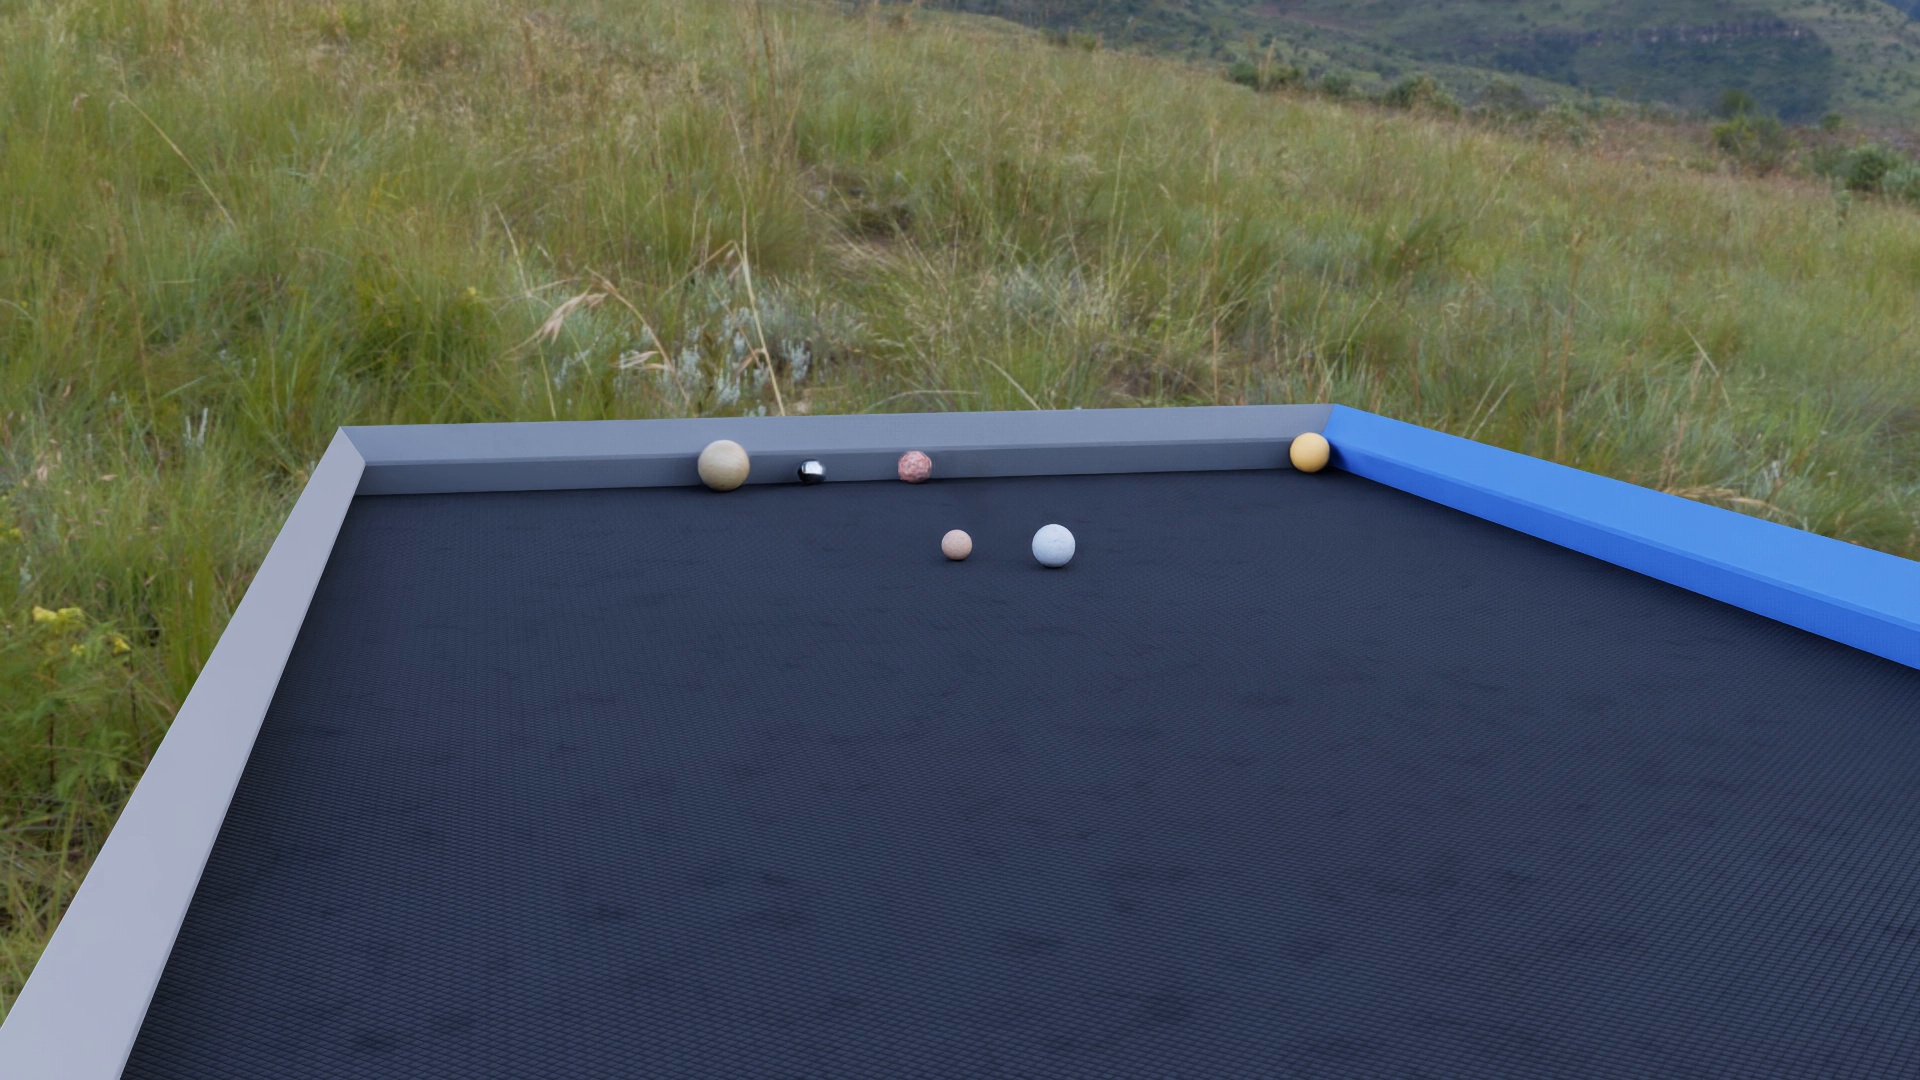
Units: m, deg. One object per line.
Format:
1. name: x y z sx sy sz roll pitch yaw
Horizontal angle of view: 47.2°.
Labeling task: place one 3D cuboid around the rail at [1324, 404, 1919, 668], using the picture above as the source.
1. rail: 1.093 0.081 2.626 0.045 0.124 3.568 -2 10 -12

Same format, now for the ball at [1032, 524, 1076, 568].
1. ball: 0.138 0.009 3.246 0.064 0.064 0.064 0 10 0

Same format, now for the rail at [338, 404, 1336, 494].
1. rail: -0.181 -0.171 4.132 1.901 0.124 0.045 -2 10 -12

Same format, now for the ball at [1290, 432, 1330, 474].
1. ball: 0.679 -0.169 4.261 0.078 0.078 0.078 0 10 0

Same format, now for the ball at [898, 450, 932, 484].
1. ball: -0.083 -0.136 4.118 0.062 0.062 0.062 0 10 0

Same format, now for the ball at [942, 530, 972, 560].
1. ball: -0.005 0.008 3.306 0.046 0.046 0.046 0 10 0

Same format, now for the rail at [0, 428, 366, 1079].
1. rail: -0.720 0.145 2.244 0.045 0.124 3.568 -2 10 -12

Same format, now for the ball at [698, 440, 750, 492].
1. ball: -0.432 -0.136 4.013 0.095 0.095 0.095 0 10 0

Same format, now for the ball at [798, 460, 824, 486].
1. ball: -0.278 -0.125 4.092 0.048 0.048 0.048 0 10 0
